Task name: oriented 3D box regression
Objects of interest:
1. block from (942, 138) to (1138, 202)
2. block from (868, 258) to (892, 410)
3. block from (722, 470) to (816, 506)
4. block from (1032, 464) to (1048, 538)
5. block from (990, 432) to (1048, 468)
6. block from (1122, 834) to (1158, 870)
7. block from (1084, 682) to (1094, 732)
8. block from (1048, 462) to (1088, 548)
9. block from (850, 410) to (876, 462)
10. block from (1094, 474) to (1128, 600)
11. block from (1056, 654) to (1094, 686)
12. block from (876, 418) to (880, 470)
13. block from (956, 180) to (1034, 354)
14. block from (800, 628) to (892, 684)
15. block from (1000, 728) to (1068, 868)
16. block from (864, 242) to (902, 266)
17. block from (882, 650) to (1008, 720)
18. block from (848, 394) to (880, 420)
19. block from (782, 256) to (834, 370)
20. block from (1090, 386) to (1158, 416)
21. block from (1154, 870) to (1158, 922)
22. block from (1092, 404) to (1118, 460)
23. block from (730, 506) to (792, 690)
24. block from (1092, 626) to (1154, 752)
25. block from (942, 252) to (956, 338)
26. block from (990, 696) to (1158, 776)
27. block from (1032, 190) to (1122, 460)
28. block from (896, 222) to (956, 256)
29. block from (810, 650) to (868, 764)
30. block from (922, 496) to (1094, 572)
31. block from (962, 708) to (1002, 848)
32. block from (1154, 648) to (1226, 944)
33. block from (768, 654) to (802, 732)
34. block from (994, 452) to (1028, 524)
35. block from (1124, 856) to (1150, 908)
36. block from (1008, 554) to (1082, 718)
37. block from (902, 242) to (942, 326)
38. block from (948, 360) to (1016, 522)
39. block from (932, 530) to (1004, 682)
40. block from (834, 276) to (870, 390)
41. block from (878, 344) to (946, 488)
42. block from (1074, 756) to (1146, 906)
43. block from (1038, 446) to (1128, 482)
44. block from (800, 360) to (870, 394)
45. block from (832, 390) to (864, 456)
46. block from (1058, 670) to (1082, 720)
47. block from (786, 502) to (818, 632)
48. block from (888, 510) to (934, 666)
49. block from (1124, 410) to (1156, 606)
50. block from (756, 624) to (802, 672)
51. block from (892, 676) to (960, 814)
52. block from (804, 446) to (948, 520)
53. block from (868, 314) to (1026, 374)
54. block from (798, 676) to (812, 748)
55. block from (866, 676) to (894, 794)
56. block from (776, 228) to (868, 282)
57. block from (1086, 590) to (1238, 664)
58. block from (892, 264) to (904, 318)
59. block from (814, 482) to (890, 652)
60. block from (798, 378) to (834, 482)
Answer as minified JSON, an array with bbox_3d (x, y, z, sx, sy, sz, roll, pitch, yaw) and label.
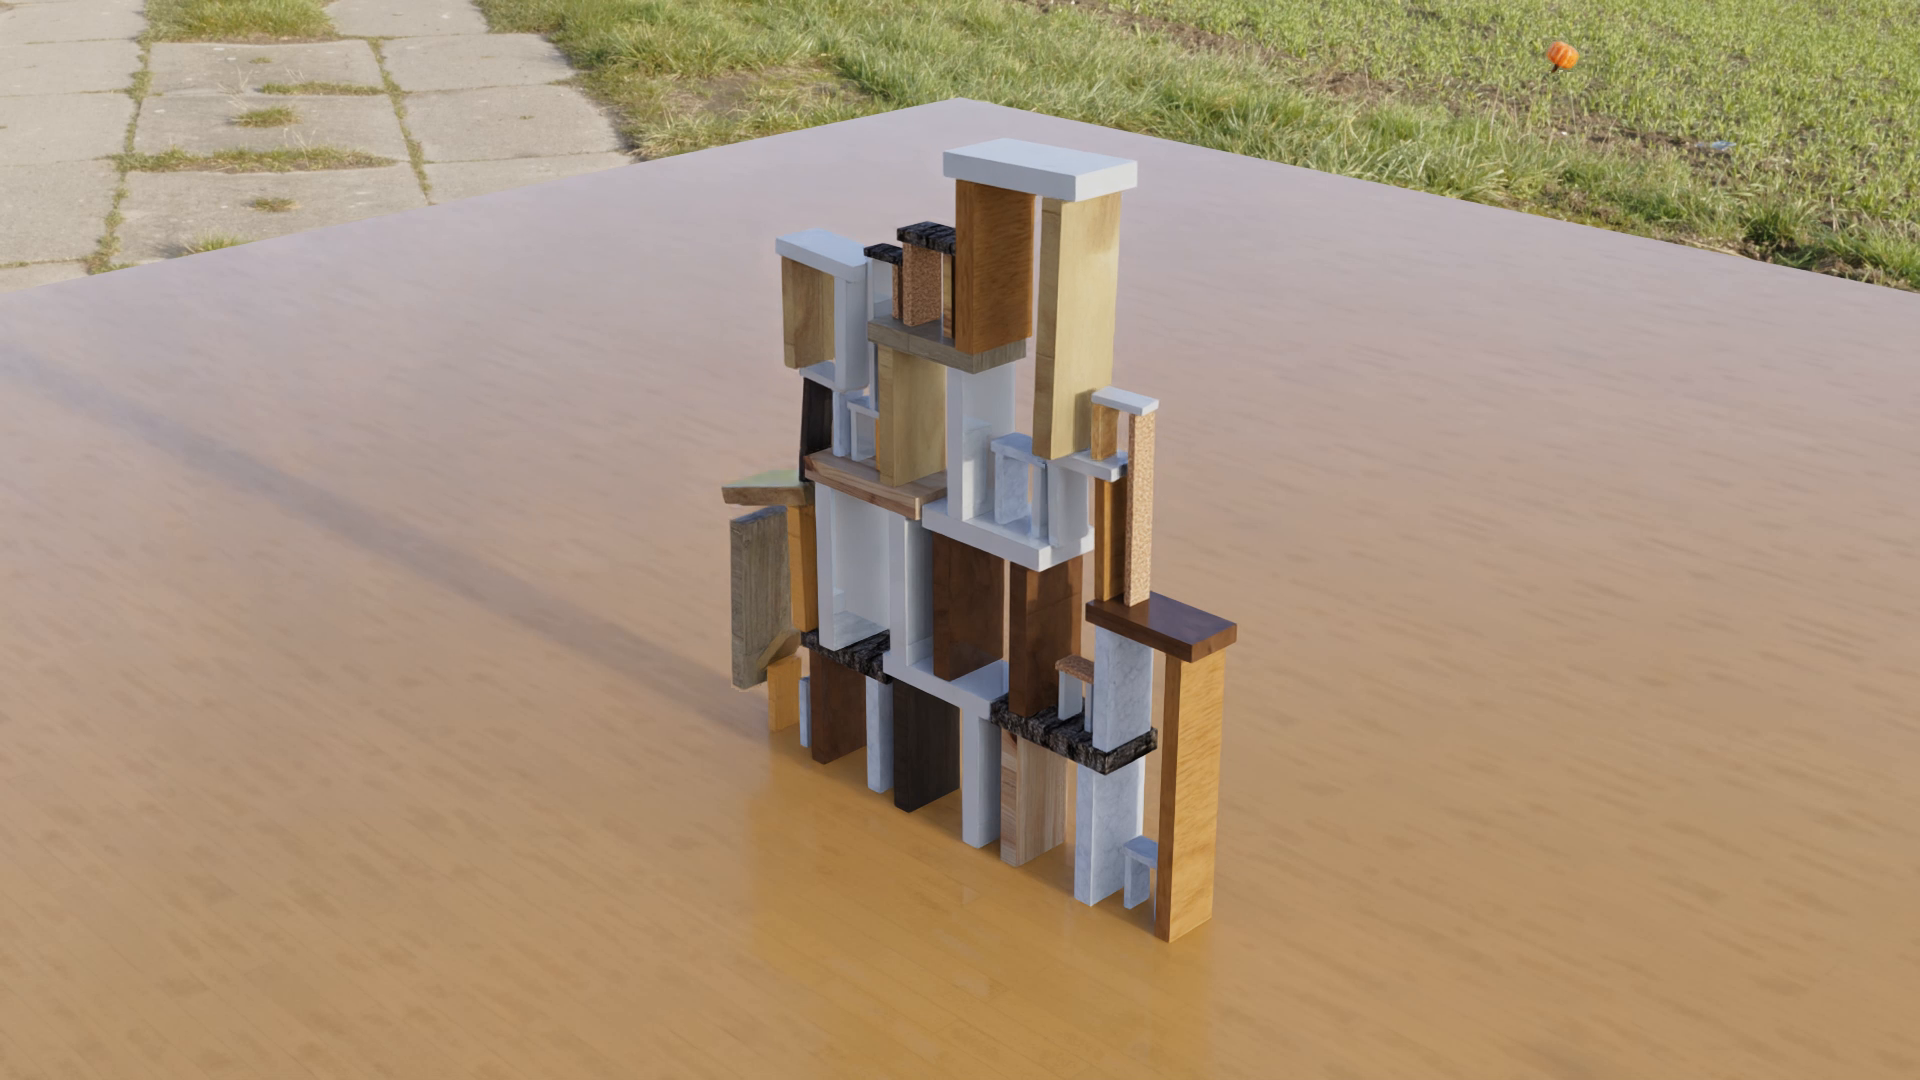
[{"bbox_3d":[0.136,-0.642,3.802,0.312,0.044,0.156,19,29,41],"label":"block"},{"bbox_3d":[-0.151,-0.401,4.221,0.015,0.302,0.052,21,31,40],"label":"block"},{"bbox_3d":[-0.357,-0.109,4.569,0.136,0.039,0.272,-21,15,-40],"label":"block"},{"bbox_3d":[0.163,-0.079,4.020,0.069,0.138,0.020,-20,30,-40],"label":"block"},{"bbox_3d":[0.130,-0.164,4.020,0.138,0.020,0.069,21,30,40],"label":"block"},{"bbox_3d":[0.359,0.584,4.079,0.112,0.016,0.056,21,31,41],"label":"block"},{"bbox_3d":[0.253,0.302,4.071,0.050,0.100,0.014,-21,31,-41],"label":"block"},{"bbox_3d":[0.196,-0.076,3.977,0.082,0.164,0.023,-22,31,-39],"label":"block"},{"bbox_3d":[-0.190,-0.212,4.333,0.015,0.105,0.053,21,31,41],"label":"block"},{"bbox_3d":[0.276,-0.013,3.922,0.082,0.235,0.023,-22,30,-40],"label":"block"},{"bbox_3d":[0.230,0.240,4.071,0.050,0.014,0.100,-21,31,-40],"label":"block"},{"bbox_3d":[-0.140,-0.192,4.288,0.053,0.105,0.015,-21,31,-41],"label":"block"},{"bbox_3d":[0.063,-0.502,3.940,0.044,0.312,0.156,21,31,40],"label":"block"},{"bbox_3d":[-0.193,0.220,4.531,0.259,0.037,0.130,21,31,41],"label":"block"},{"bbox_3d":[0.145,0.476,4.266,0.041,0.291,0.145,21,31,41],"label":"block"},{"bbox_3d":[-0.127,-0.537,4.136,0.052,0.015,0.104,-21,31,-40],"label":"block"},{"bbox_3d":[0.003,0.265,4.330,0.147,0.042,0.294,-21,31,-41],"label":"block"},{"bbox_3d":[-0.165,-0.257,4.287,0.105,0.015,0.053,21,31,40],"label":"block"},{"bbox_3d":[-0.298,-0.460,4.355,0.112,0.223,0.032,-21,30,-41],"label":"block"},{"bbox_3d":[0.285,-0.241,3.809,0.104,0.015,0.052,19,30,31],"label":"block"},{"bbox_3d":[0.386,0.653,4.080,0.016,0.112,0.056,21,31,41],"label":"block"},{"bbox_3d":[0.254,-0.196,3.852,0.015,0.104,0.052,22,32,39],"label":"block"},{"bbox_3d":[-0.427,0.123,4.732,0.136,0.390,0.039,-21,33,-40],"label":"block"},{"bbox_3d":[0.297,0.252,4.002,0.035,0.246,0.123,21,31,41],"label":"block"},{"bbox_3d":[0.005,-0.454,4.026,0.022,0.158,0.079,21,31,40],"label":"block"},{"bbox_3d":[0.213,0.350,4.139,0.291,0.041,0.145,21,31,41],"label":"block"},{"bbox_3d":[0.202,-0.378,3.824,0.044,0.459,0.156,21,28,39],"label":"block"},{"bbox_3d":[-0.032,-0.552,4.025,0.158,0.022,0.079,21,31,40],"label":"block"},{"bbox_3d":[-0.254,0.332,4.645,0.037,0.259,0.130,21,31,41],"label":"block"},{"bbox_3d":[0.089,-0.024,4.124,0.304,0.043,0.152,21,31,41],"label":"block"},{"bbox_3d":[0.072,0.446,4.332,0.147,0.294,0.042,-21,31,-41],"label":"block"},{"bbox_3d":[0.414,0.450,3.960,0.035,0.578,0.123,21,31,41],"label":"block"},{"bbox_3d":[-0.380,0.331,4.780,0.022,0.156,0.078,23,32,40],"label":"block"},{"bbox_3d":[0.096,-0.103,4.079,0.069,0.138,0.020,-21,31,-40],"label":"block"},{"bbox_3d":[0.333,0.632,4.128,0.016,0.112,0.056,21,31,41],"label":"block"},{"bbox_3d":[0.161,0.165,4.126,0.152,0.308,0.043,-21,31,-40],"label":"block"},{"bbox_3d":[-0.070,-0.483,4.094,0.022,0.157,0.079,21,31,40],"label":"block"},{"bbox_3d":[0.040,-0.195,4.093,0.039,0.295,0.139,21,31,41],"label":"block"},{"bbox_3d":[0.017,0.108,4.257,0.043,0.304,0.152,21,31,41],"label":"block"},{"bbox_3d":[-0.191,-0.410,4.263,0.032,0.223,0.112,22,31,40],"label":"block"},{"bbox_3d":[-0.091,-0.253,4.210,0.039,0.278,0.139,21,31,41],"label":"block"},{"bbox_3d":[0.282,0.530,4.140,0.041,0.291,0.145,21,31,41],"label":"block"},{"bbox_3d":[0.229,-0.145,3.901,0.164,0.023,0.082,19,31,37],"label":"block"},{"bbox_3d":[-0.249,-0.324,4.357,0.067,0.019,0.133,-21,35,-41],"label":"block"},{"bbox_3d":[-0.221,-0.237,4.356,0.019,0.133,0.067,22,31,40],"label":"block"},{"bbox_3d":[0.207,0.283,4.116,0.050,0.100,0.014,-21,31,-41],"label":"block"},{"bbox_3d":[-0.288,0.042,4.557,0.136,0.272,0.039,-21,29,-41],"label":"block"},{"bbox_3d":[-0.065,0.073,4.320,0.045,0.319,0.159,21,31,41],"label":"block"},{"bbox_3d":[0.315,-0.058,3.864,0.052,0.362,0.015,-21,31,-40],"label":"block"},{"bbox_3d":[-0.374,0.225,4.721,0.078,0.156,0.022,-22,71,-40],"label":"block"},{"bbox_3d":[-0.067,0.392,4.460,0.042,0.294,0.147,21,31,41],"label":"block"},{"bbox_3d":[-0.140,-0.123,4.318,0.319,0.045,0.159,21,31,41],"label":"block"},{"bbox_3d":[-0.026,-0.374,4.088,0.278,0.039,0.139,21,31,40],"label":"block"},{"bbox_3d":[-0.307,0.360,4.713,0.022,0.156,0.078,21,31,41],"label":"block"},{"bbox_3d":[-0.132,0.380,4.533,0.037,0.259,0.130,21,31,41],"label":"block"},{"bbox_3d":[-0.242,-0.553,4.258,0.223,0.032,0.112,25,33,38],"label":"block"},{"bbox_3d":[0.355,0.146,3.894,0.123,0.035,0.246,-21,31,-40],"label":"block"},{"bbox_3d":[-0.103,-0.473,4.137,0.015,0.104,0.052,21,31,40],"label":"block"},{"bbox_3d":[-0.215,0.033,4.466,0.045,0.359,0.159,21,31,41],"label":"block"},{"bbox_3d":[-0.289,-0.229,4.437,0.067,0.227,0.019,-21,37,-41],"label":"block"}]
